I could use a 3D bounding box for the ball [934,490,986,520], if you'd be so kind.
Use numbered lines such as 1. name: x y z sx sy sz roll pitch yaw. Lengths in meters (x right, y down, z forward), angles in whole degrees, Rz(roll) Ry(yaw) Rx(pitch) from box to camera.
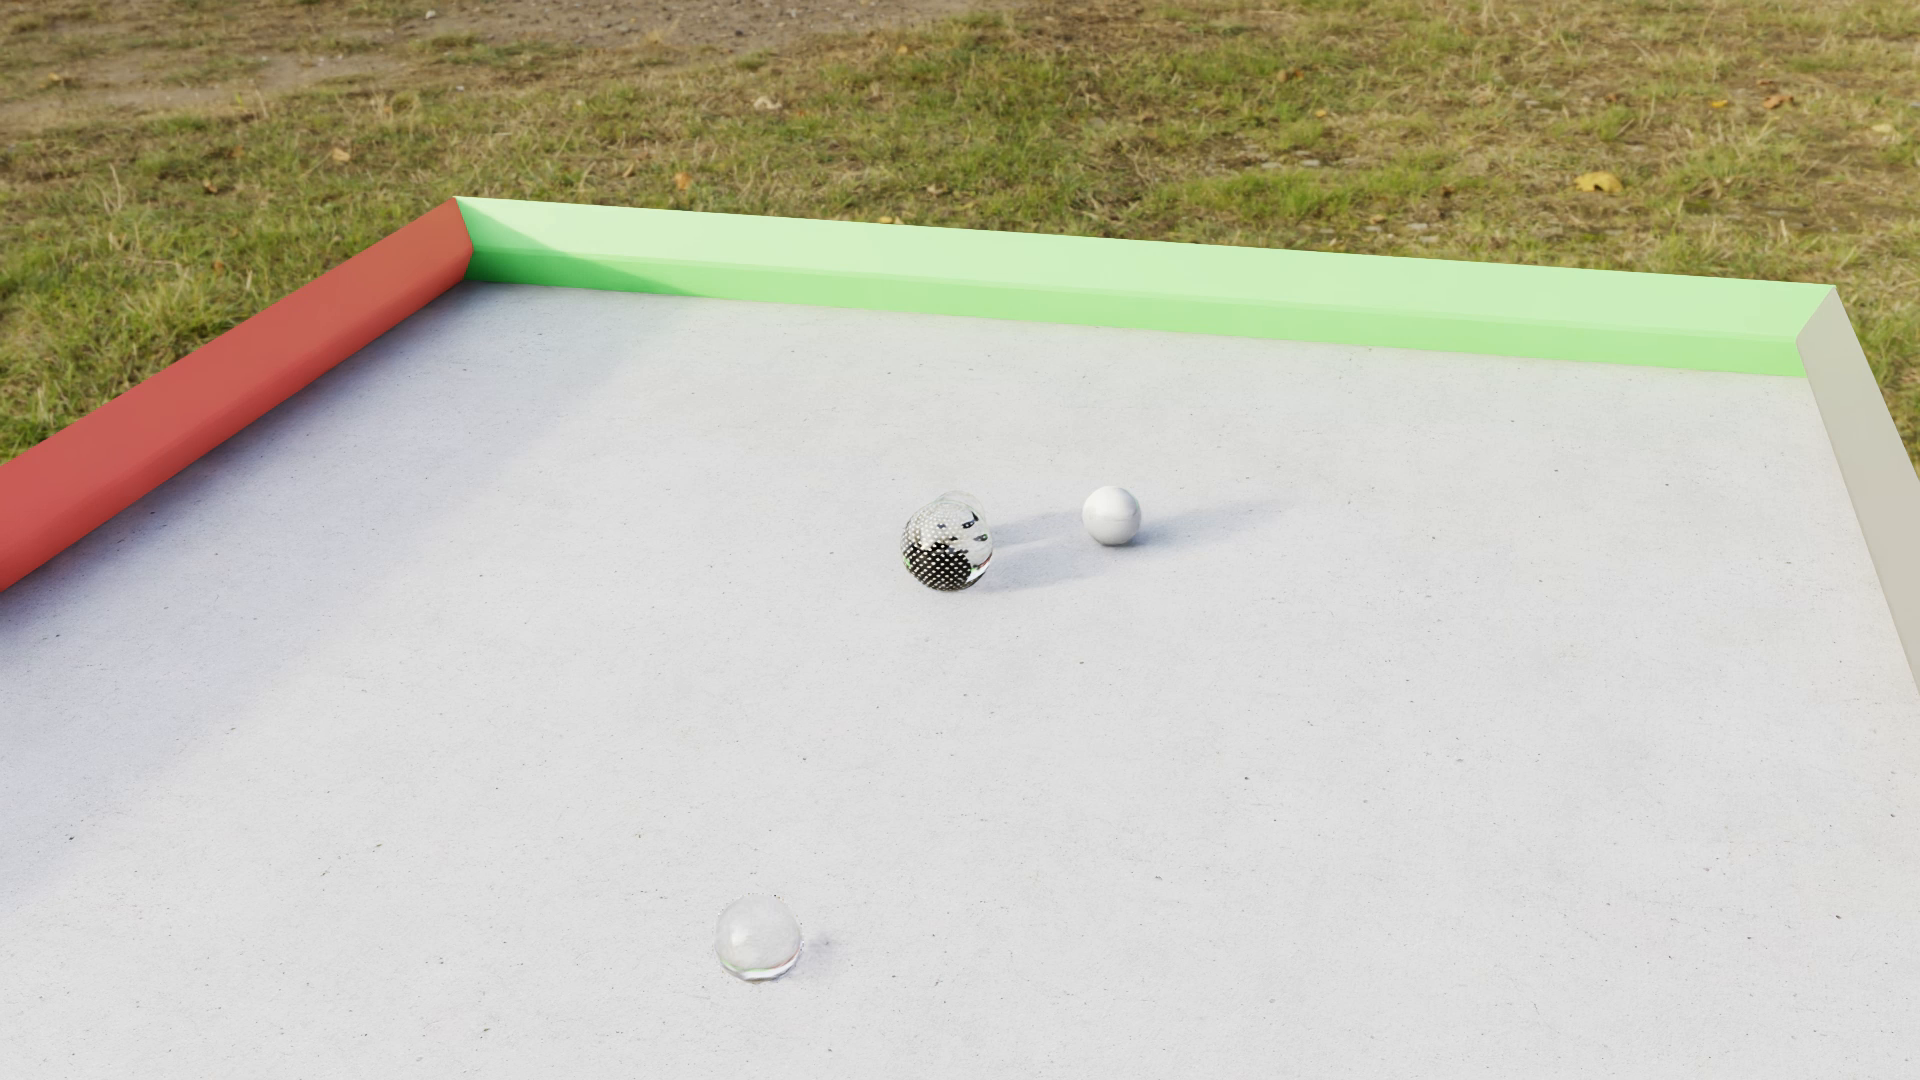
1. ball: -0.003 -0.023 2.454 0.065 0.065 0.065 0 24 0

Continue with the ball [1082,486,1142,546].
1. ball: 0.170 -0.028 2.463 0.067 0.067 0.067 0 24 0

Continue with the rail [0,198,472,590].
1. rail: -1.142 0.233 1.798 0.045 0.129 3.505 5 25 12

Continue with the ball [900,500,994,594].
1. ball: -0.014 0.007 2.346 0.099 0.099 0.099 0 24 0

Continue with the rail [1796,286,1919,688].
1. rail: 0.745 0.411 1.397 0.045 0.129 3.505 5 25 12

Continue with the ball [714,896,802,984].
1. ball: -0.157 0.310 1.703 0.068 0.068 0.068 0 24 0

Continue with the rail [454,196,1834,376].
1. rail: 0.193 -0.362 3.136 1.984 0.129 0.045 5 25 12
